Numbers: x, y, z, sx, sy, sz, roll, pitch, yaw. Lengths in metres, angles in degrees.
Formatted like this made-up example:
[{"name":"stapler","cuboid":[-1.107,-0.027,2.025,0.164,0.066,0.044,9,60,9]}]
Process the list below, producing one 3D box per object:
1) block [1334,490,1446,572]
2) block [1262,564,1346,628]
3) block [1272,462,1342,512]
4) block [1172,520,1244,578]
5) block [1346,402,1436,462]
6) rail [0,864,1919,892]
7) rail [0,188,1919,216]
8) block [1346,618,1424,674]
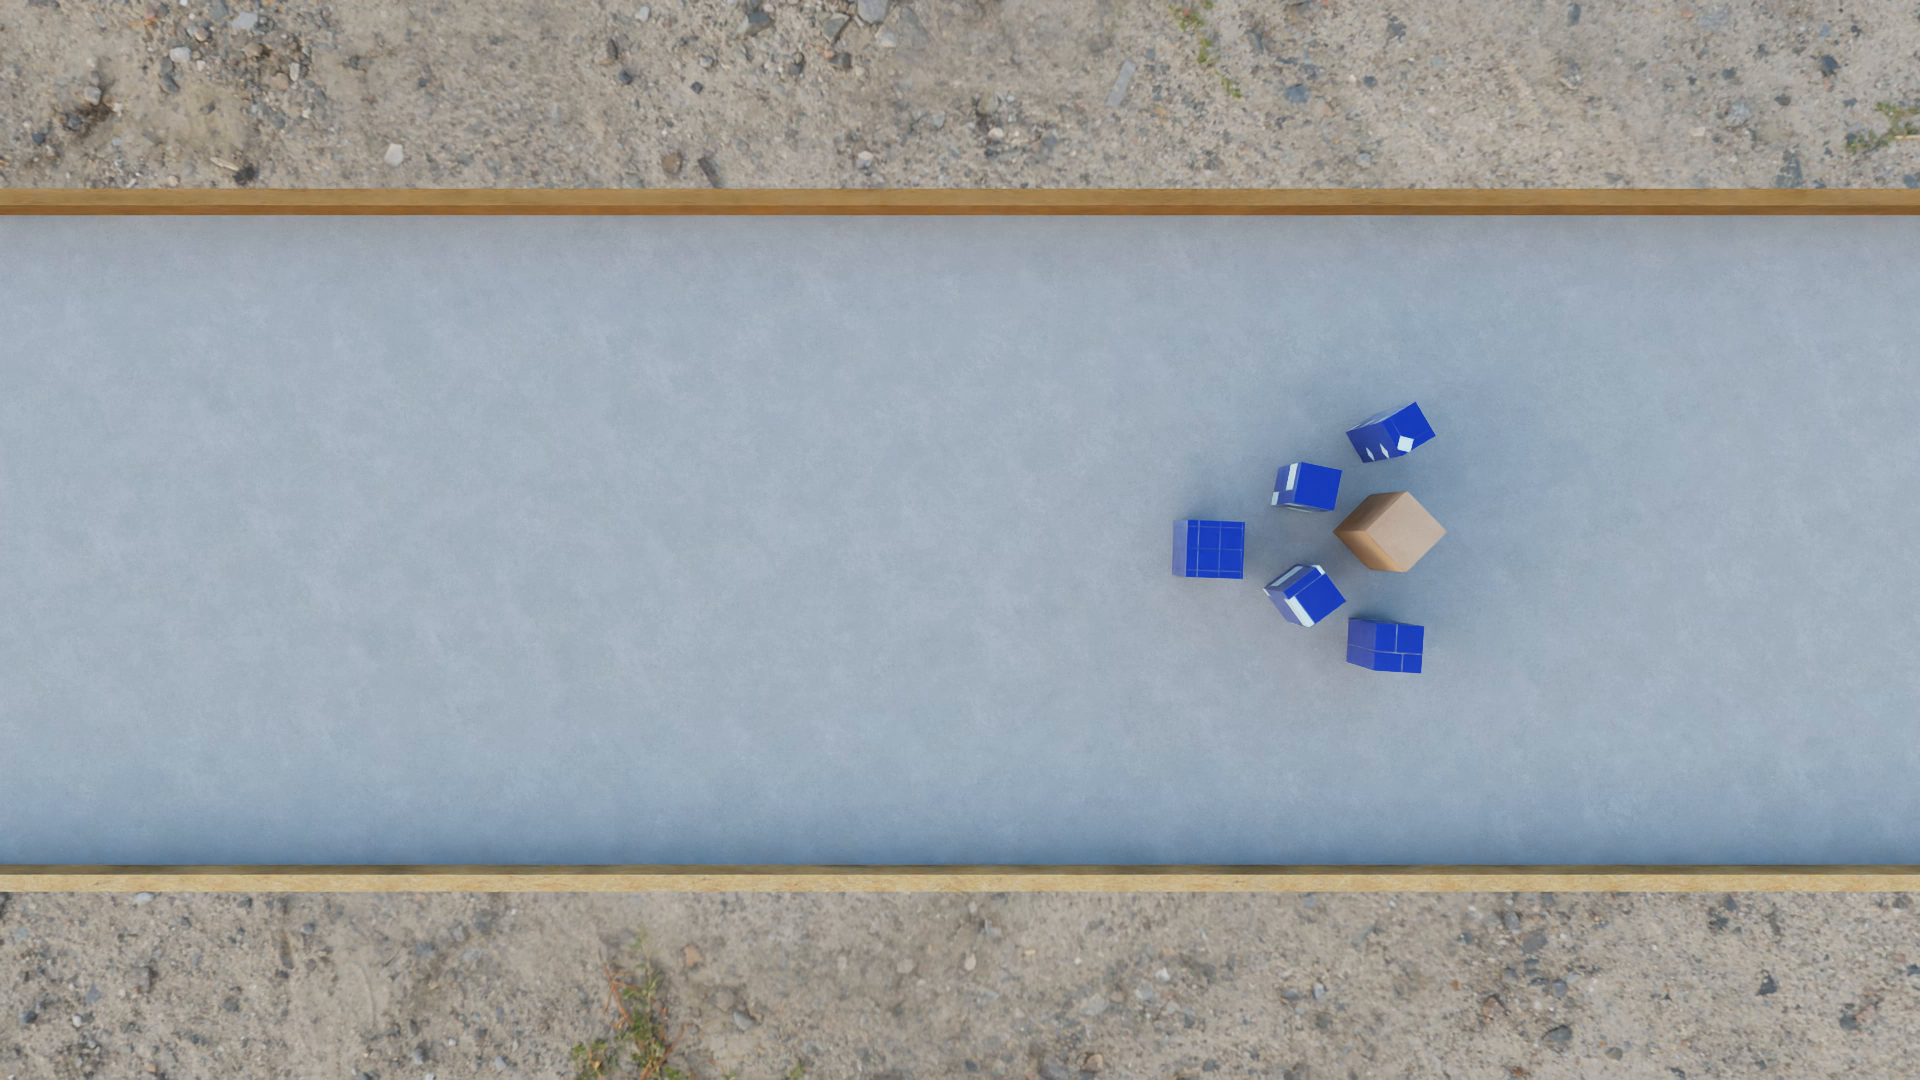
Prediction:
[{"name":"block","cuboid":[1.261,-0.024,4.868,0.163,0.416,0.163,-44,90,0]},{"name":"block","cuboid":[1.021,0.163,4.912,0.129,0.329,0.129,-37,90,0]},{"name":"block","cuboid":[1.027,-0.154,4.904,0.118,0.345,0.118,11,90,0]},{"name":"block","cuboid":[0.738,0.027,4.921,0.165,0.310,0.165,2,90,0]},{"name":"block","cuboid":[1.262,-0.313,4.857,0.111,0.438,0.111,-31,90,0]},{"name":"rail","cuboid":[-2.247,1.025,5.001,12.000,0.150,0.050,0,90,0]},{"name":"rail","cuboid":[-2.247,-1.025,5.002,12.000,0.150,0.050,0,90,0]},{"name":"block","cuboid":[1.261,0.311,4.906,0.136,0.340,0.136,4,90,0]}]
